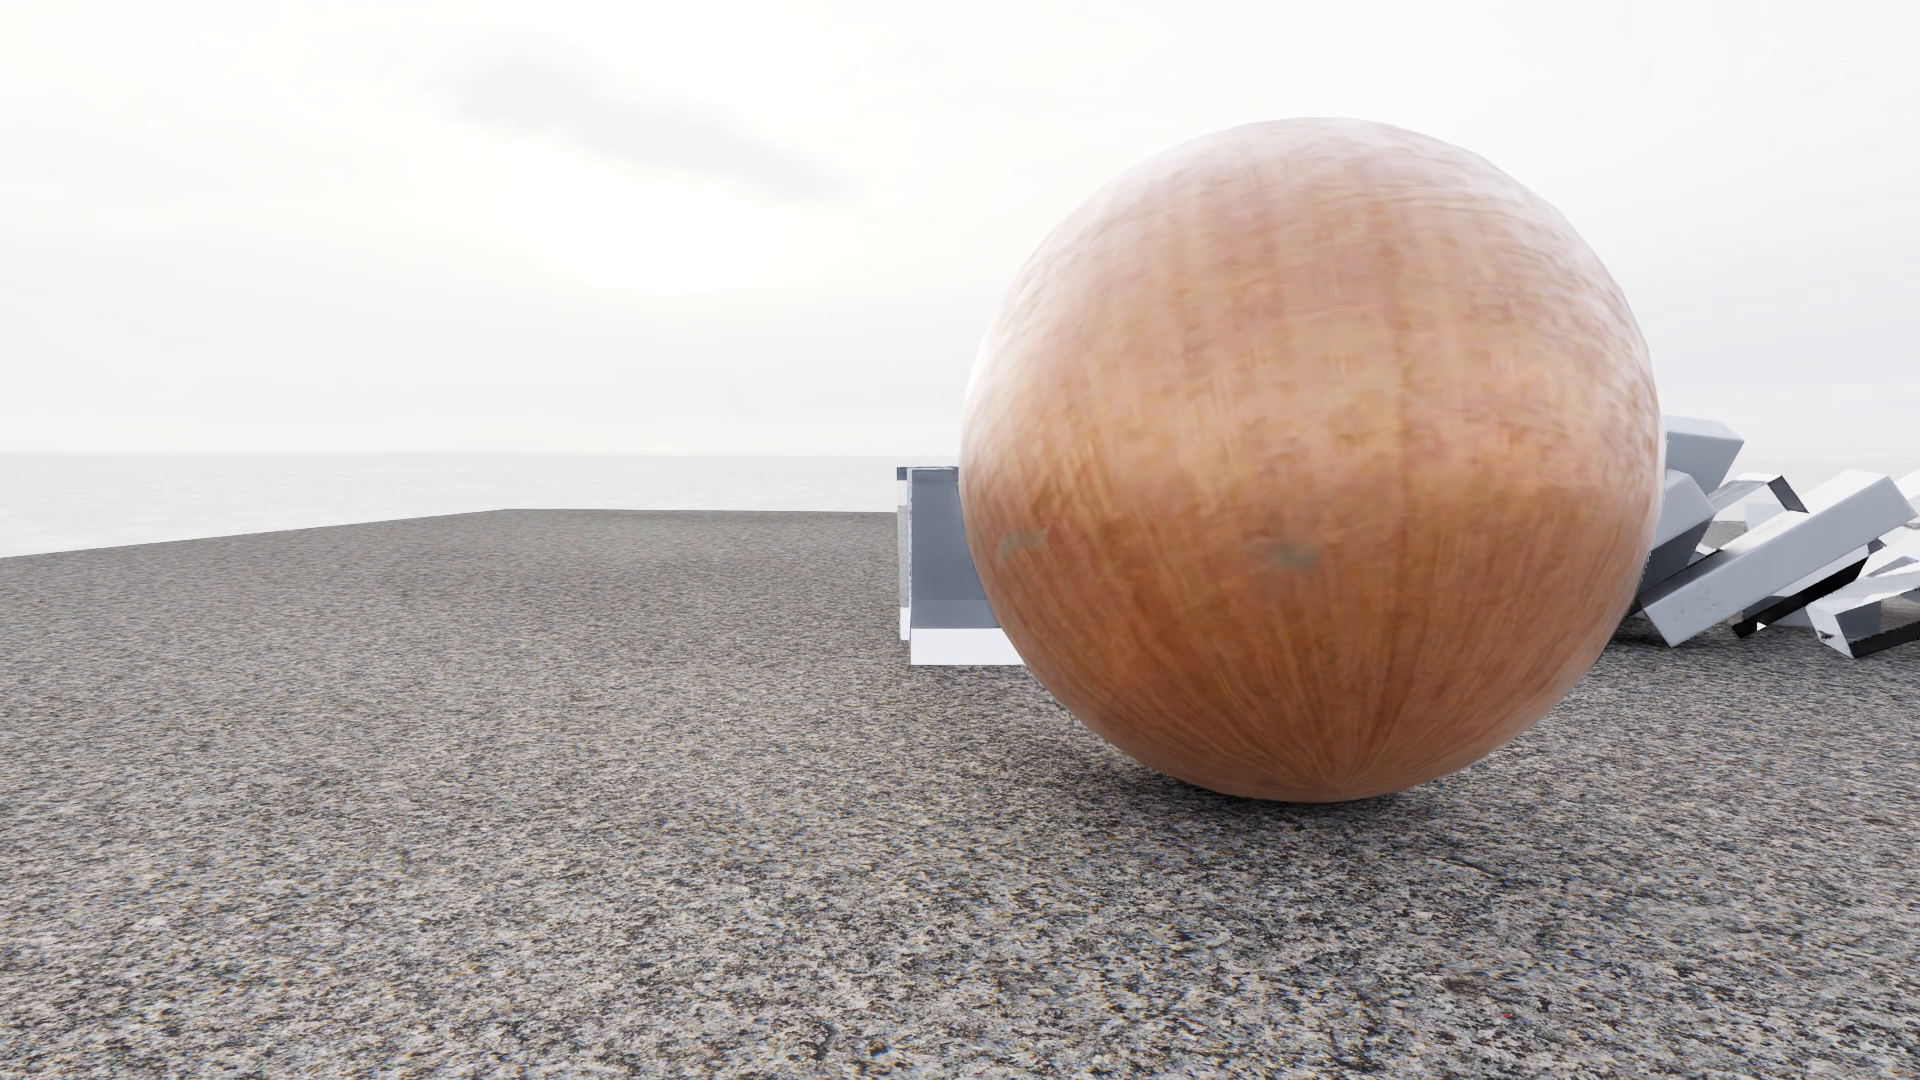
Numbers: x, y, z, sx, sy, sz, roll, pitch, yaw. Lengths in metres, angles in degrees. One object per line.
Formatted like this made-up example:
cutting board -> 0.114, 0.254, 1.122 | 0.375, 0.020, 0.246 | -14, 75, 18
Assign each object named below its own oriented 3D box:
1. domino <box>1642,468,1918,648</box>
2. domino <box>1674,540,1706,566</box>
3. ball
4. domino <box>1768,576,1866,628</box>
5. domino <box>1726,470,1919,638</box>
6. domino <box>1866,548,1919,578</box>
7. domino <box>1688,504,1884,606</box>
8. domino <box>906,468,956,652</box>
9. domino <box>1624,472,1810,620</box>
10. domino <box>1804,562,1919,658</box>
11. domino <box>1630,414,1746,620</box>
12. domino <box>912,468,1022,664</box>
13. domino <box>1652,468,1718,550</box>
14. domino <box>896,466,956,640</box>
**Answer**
domino -> 0.169, 0.004, 0.270 | 0.050, 0.009, 0.025 | -35, -6, 21
domino -> 0.193, 0.002, 0.361 | 0.050, 0.010, 0.025 | 29, 19, 34
ball -> 0.040, -0.009, 0.155 | 0.080, 0.080, 0.080 | 0, 4, 0
domino -> 0.205, 0.005, 0.315 | 0.025, 0.010, 0.050 | 2, 27, 29
domino -> 0.190, 0.003, 0.280 | 0.050, 0.010, 0.025 | -36, -9, 23
domino -> 0.240, 0.005, 0.327 | 0.025, 0.009, 0.050 | 20, 21, 12
domino -> 0.220, 0.003, 0.350 | 0.025, 0.010, 0.050 | 5, 20, -26
domino -> 0.001, 0.003, 0.279 | 0.025, 0.009, 0.050 | 0, 40, -3
domino -> 0.153, 0.004, 0.278 | 0.050, 0.009, 0.025 | -35, -6, 16
domino -> 0.201, 0.009, 0.257 | 0.050, 0.010, 0.025 | -24, -4, 21
domino -> 0.158, -0.005, 0.300 | 0.025, 0.050, 0.009 | 5, 33, -10
domino -> 0.003, 0.004, 0.263 | 0.025, 0.010, 0.050 | 0, 40, -2
domino -> 0.137, 0.003, 0.283 | 0.050, 0.010, 0.025 | -35, -6, 20
domino -> -0.002, 0.002, 0.296 | 0.025, 0.009, 0.050 | -1, 40, -4
